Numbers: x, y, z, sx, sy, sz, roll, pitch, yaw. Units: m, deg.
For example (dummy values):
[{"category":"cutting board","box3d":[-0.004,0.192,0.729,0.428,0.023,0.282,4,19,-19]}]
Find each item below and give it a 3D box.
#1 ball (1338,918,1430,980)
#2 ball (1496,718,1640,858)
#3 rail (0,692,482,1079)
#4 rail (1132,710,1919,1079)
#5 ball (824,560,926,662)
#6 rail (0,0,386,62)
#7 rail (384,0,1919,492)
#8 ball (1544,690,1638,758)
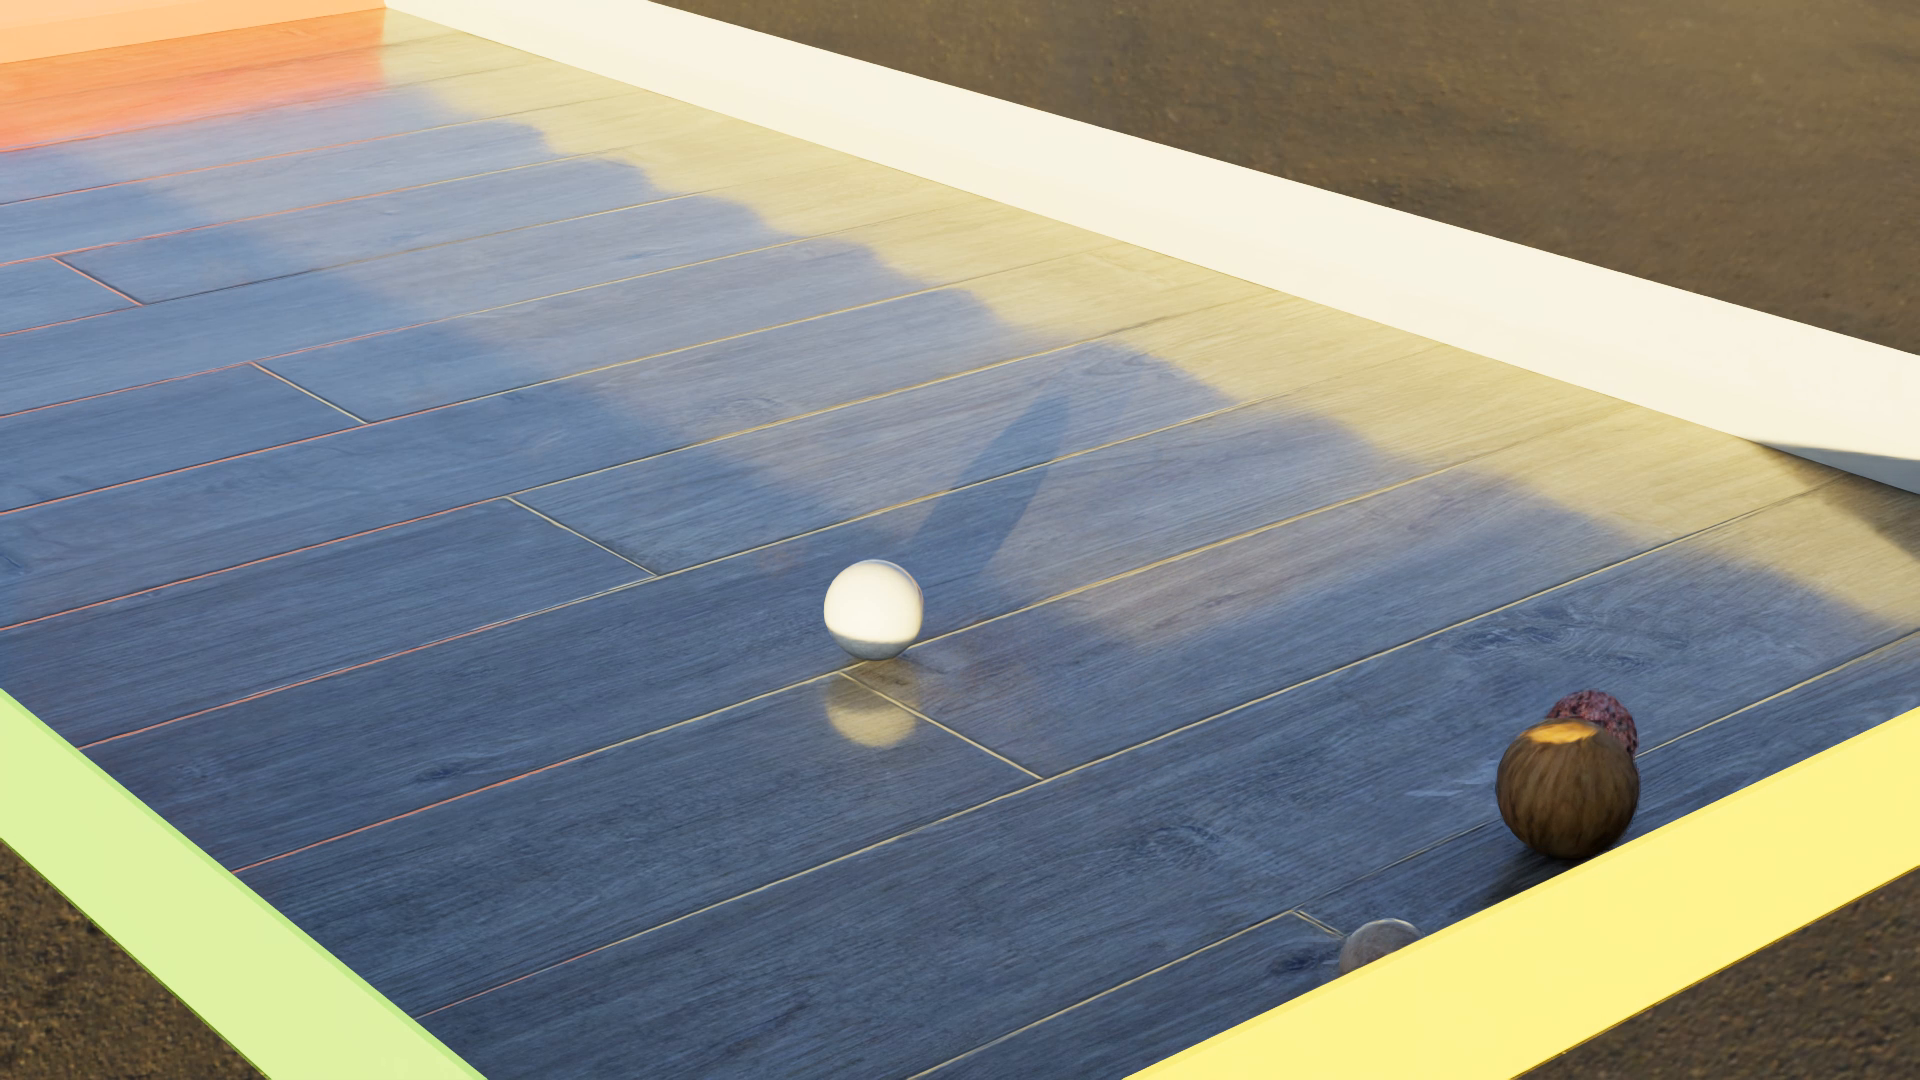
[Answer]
[{"category":"ball","box3d":[0.267,0.268,1.831,0.064,0.064,0.064,0,22,0]},{"category":"ball","box3d":[0.418,0.171,2.028,0.097,0.097,0.097,0,22,0]},{"category":"rail","box3d":[-1.124,-0.067,2.578,0.045,0.126,3.234,-17,28,-36]},{"category":"rail","box3d":[0.499,0.204,1.904,1.627,0.126,0.045,-17,28,-36]},{"category":"ball","box3d":[-0.068,0.056,2.335,0.081,0.081,0.081,0,22,0]},{"category":"rail","box3d":[-1.528,-0.713,4.184,1.627,0.126,0.045,-17,28,-36]},{"category":"rail","box3d":[0.095,-0.442,3.510,0.045,0.126,3.234,-17,28,-36]},{"category":"ball","box3d":[0.457,0.143,2.135,0.068,0.068,0.068,0,22,0]}]
